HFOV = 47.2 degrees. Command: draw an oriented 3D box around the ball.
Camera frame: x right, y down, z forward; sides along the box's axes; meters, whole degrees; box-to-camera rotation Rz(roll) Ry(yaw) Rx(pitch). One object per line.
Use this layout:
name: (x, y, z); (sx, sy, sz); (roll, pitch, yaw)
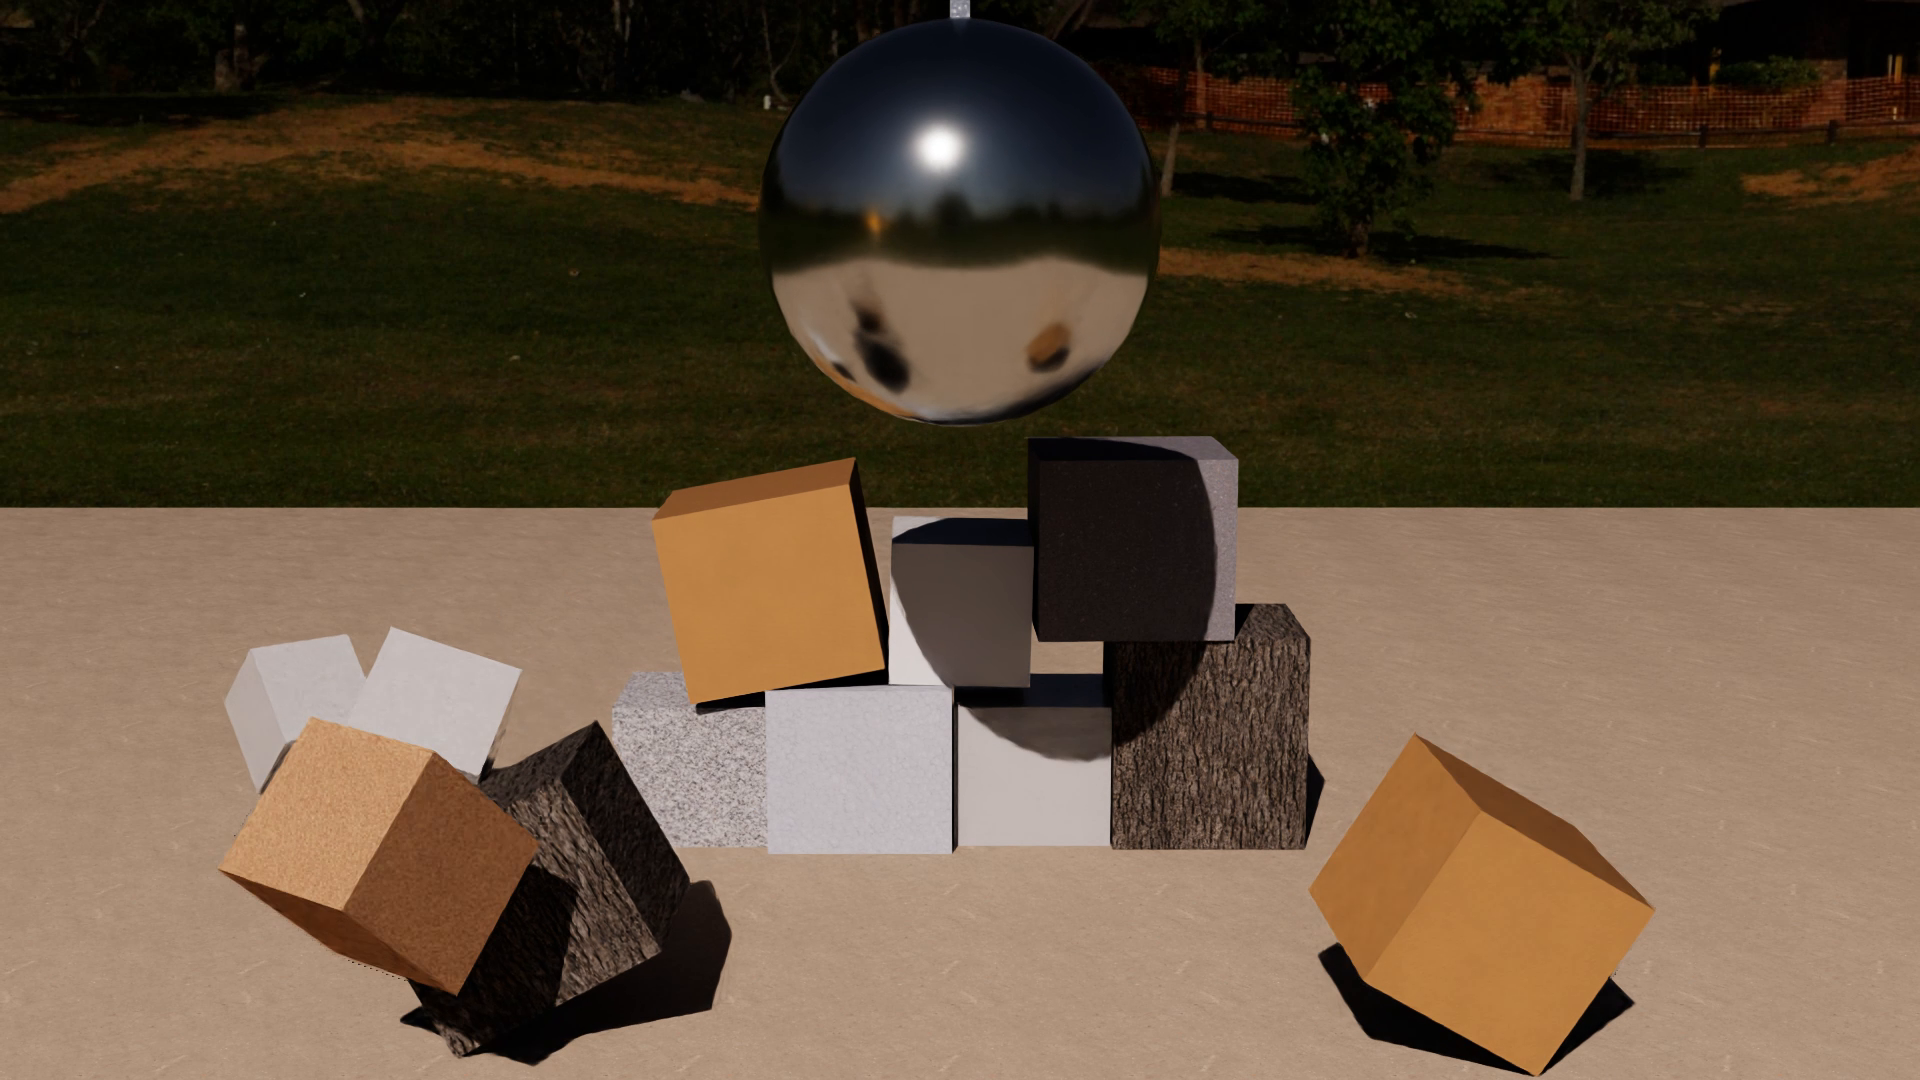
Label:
ball: (0.000, -1.247, 8.712); (1.600, 1.600, 1.600); (0, 10, 0)

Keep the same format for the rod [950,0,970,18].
rod: (0.000, -4.582, 9.376); (0.080, 5.200, 0.080); (0, -11, 0)

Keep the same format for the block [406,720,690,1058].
block: (-1.730, 1.379, 8.832); (0.922, 0.782, 0.850); (-28, 9, 5)

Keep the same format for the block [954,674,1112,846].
block: (0.364, 1.125, 11.371); (0.786, 0.718, 0.709); (0, 10, 0)

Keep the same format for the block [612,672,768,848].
block: (-1.350, 1.122, 11.378); (0.764, 0.721, 0.762); (0, 10, 0)

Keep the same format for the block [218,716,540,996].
block: (-2.048, 1.121, 7.811); (0.622, 0.617, 0.700); (10, -29, 32)

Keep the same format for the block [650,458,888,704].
block: (-0.939, 0.187, 11.197); (0.978, 0.935, 0.924); (-10, 10, 1)

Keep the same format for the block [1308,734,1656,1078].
block: (2.011, 1.409, 8.602); (0.816, 0.781, 0.844); (30, 10, -12)

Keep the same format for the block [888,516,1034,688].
block: (-0.002, 0.303, 11.258); (0.702, 0.713, 0.793); (1, 10, -1)

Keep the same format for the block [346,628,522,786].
block: (-2.696, 0.986, 11.117); (0.685, 0.613, 0.691); (19, 46, -6)

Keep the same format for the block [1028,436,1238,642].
block: (0.851, -0.021, 11.131); (0.964, 0.897, 0.857); (0, 10, -2)

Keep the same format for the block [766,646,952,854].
block: (-0.499, 1.067, 11.371); (0.918, 0.833, 0.988); (0, 10, 0)

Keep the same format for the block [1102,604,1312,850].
block: (1.246, 0.945, 11.347); (0.965, 1.081, 0.851); (0, 10, 0)

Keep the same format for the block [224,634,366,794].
block: (-3.603, 0.951, 12.059); (0.556, 0.588, 0.563); (-9, -29, -40)
